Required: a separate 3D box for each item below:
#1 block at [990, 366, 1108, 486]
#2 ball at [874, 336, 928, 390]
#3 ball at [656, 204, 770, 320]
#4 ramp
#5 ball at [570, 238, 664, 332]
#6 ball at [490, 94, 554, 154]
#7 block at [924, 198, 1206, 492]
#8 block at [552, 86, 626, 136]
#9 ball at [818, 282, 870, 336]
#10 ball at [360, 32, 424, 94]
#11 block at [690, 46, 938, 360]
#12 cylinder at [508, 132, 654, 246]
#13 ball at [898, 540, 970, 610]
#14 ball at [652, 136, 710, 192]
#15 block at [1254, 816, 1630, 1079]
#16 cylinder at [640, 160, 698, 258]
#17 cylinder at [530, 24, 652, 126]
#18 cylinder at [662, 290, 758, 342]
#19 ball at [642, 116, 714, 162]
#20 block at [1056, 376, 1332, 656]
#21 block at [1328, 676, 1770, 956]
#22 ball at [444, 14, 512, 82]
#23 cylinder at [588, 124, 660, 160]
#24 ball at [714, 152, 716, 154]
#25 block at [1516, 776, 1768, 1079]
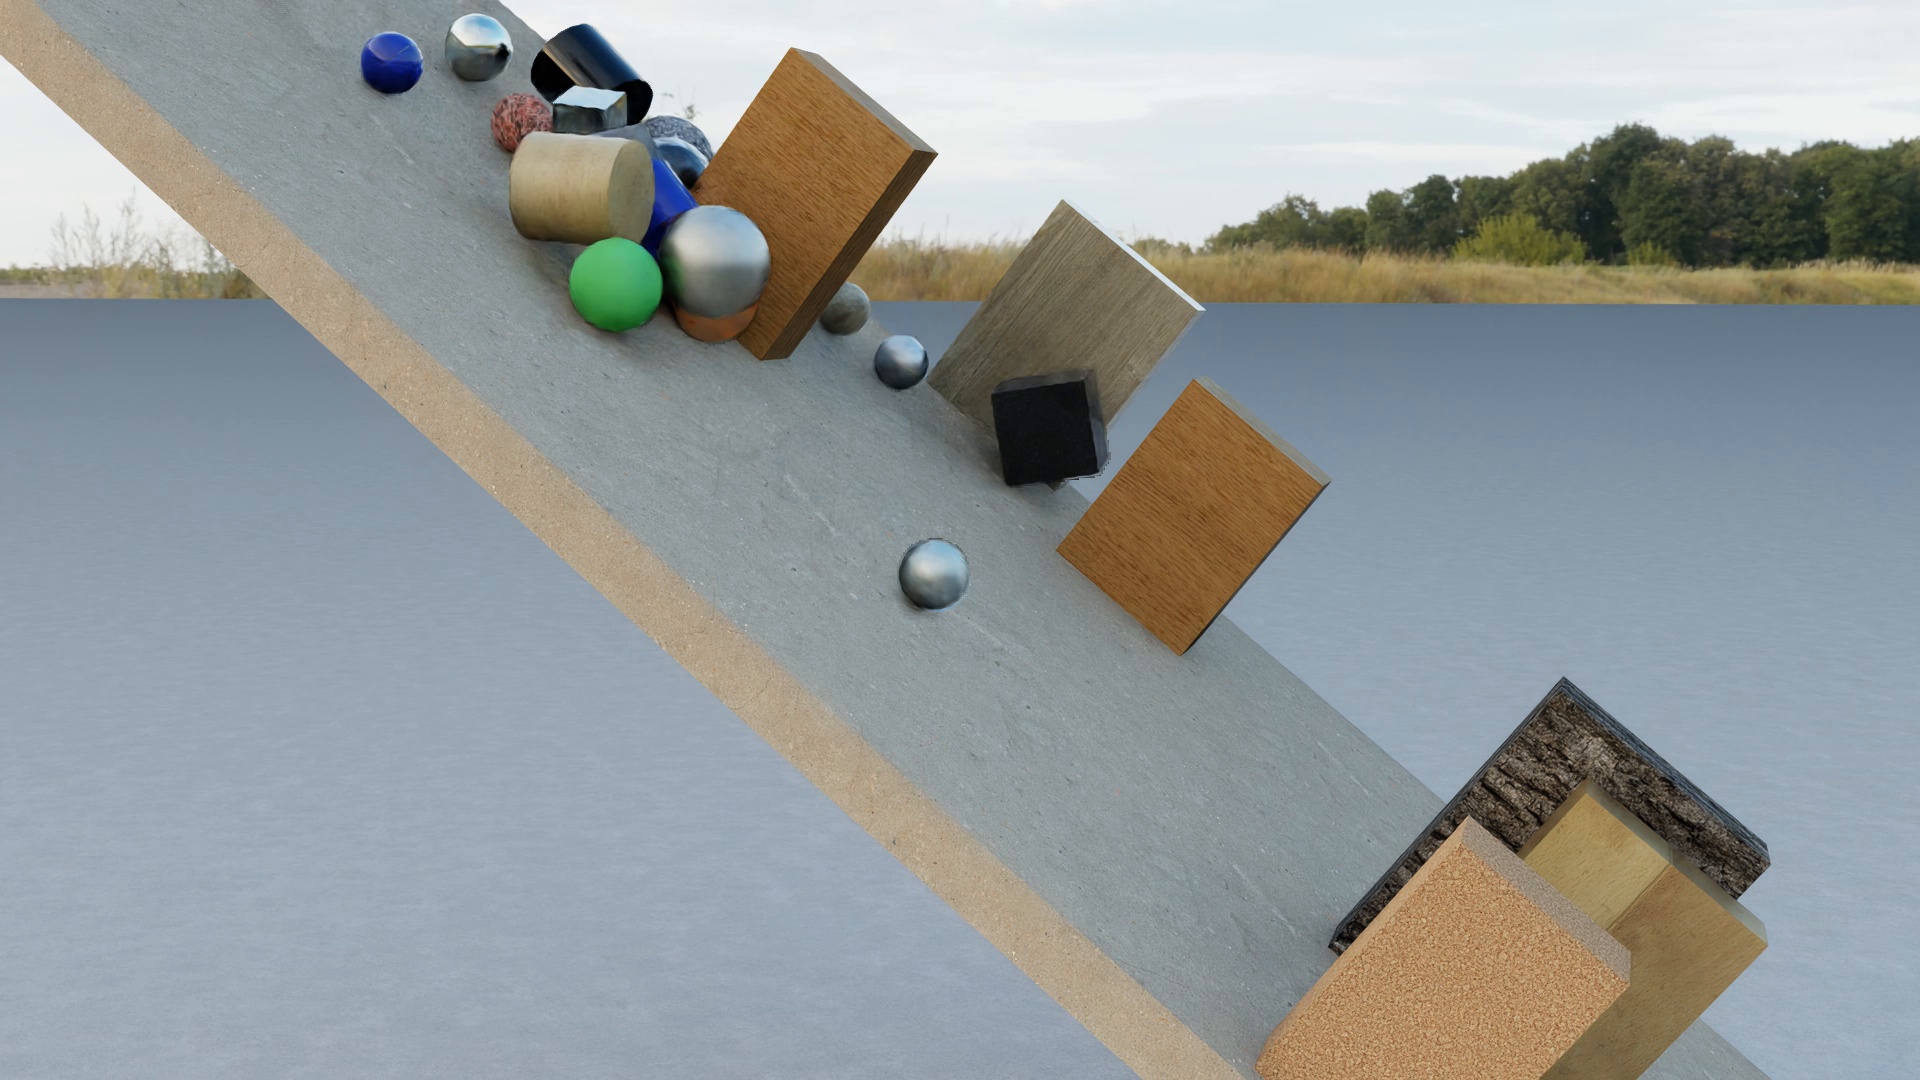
[{"bbox_3d":[0.192,-0.243,4.681,0.199,0.199,0.199,-8,11,11],"label":"block"},{"bbox_3d":[-0.124,-0.377,4.667,0.115,0.115,0.115,0,7,0],"label":"ball"},{"bbox_3d":[-0.426,-0.482,3.812,0.197,0.197,0.197,0,7,0],"label":"ball"},{"bbox_3d":[-0.020,0.072,4.049,4.000,0.100,2.000,41,16,9],"label":"ramp"},{"bbox_3d":[-0.586,-0.435,3.750,0.159,0.159,0.159,0,7,0],"label":"ball"},{"bbox_3d":[-0.851,-0.808,4.273,0.119,0.119,0.119,0,7,0],"label":"ball"},{"bbox_3d":[0.228,-0.429,4.858,0.387,0.509,0.087,41,16,9],"label":"block"},{"bbox_3d":[-0.726,-0.815,4.315,0.110,0.110,0.110,9,30,10],"label":"block"},{"bbox_3d":[-0.250,-0.497,4.724,0.115,0.115,0.115,0,7,0],"label":"ball"},{"bbox_3d":[-1.048,-0.880,4.057,0.113,0.113,0.113,0,7,0],"label":"ball"},{"bbox_3d":[-0.329,-0.644,4.250,0.313,0.505,0.148,41,16,9],"label":"block"},{"bbox_3d":[-0.661,-0.613,3.850,0.189,0.189,0.189,7,9,16],"label":"cylinder"},{"bbox_3d":[-0.043,0.058,3.644,0.116,0.116,0.116,0,7,0],"label":"ball"},{"bbox_3d":[-0.590,-0.705,4.401,0.203,0.203,0.203,0,7,0],"label":"ball"},{"bbox_3d":[0.652,0.638,2.982,0.278,0.430,0.146,41,16,9],"label":"block"},{"bbox_3d":[-0.550,-0.602,4.013,0.129,0.129,0.129,-32,-20,-13],"label":"cylinder"},{"bbox_3d":[-0.757,-0.934,4.524,0.178,0.178,0.178,48,26,16],"label":"cylinder"},{"bbox_3d":[-0.476,-0.475,4.100,0.157,0.157,0.157,-3,35,-24],"label":"cylinder"},{"bbox_3d":[-0.610,-0.785,4.583,0.195,0.195,0.195,0,7,0],"label":"ball"},{"bbox_3d":[0.473,-0.050,4.452,0.331,0.450,0.146,41,16,9],"label":"block"},{"bbox_3d":[0.938,0.572,3.532,0.407,0.567,0.129,41,16,9],"label":"block"},{"bbox_3d":[-0.985,-1.006,4.495,0.137,0.137,0.137,0,7,0],"label":"ball"},{"bbox_3d":[-0.667,-0.704,4.207,0.154,0.154,0.154,-10,5,11],"label":"cylinder"},{"bbox_3d":[-0.524,-0.770,4.808,0.157,0.157,0.157,0,7,0],"label":"ball"},{"bbox_3d":[0.935,0.669,3.391,0.340,0.495,0.117,41,16,9],"label":"block"}]
